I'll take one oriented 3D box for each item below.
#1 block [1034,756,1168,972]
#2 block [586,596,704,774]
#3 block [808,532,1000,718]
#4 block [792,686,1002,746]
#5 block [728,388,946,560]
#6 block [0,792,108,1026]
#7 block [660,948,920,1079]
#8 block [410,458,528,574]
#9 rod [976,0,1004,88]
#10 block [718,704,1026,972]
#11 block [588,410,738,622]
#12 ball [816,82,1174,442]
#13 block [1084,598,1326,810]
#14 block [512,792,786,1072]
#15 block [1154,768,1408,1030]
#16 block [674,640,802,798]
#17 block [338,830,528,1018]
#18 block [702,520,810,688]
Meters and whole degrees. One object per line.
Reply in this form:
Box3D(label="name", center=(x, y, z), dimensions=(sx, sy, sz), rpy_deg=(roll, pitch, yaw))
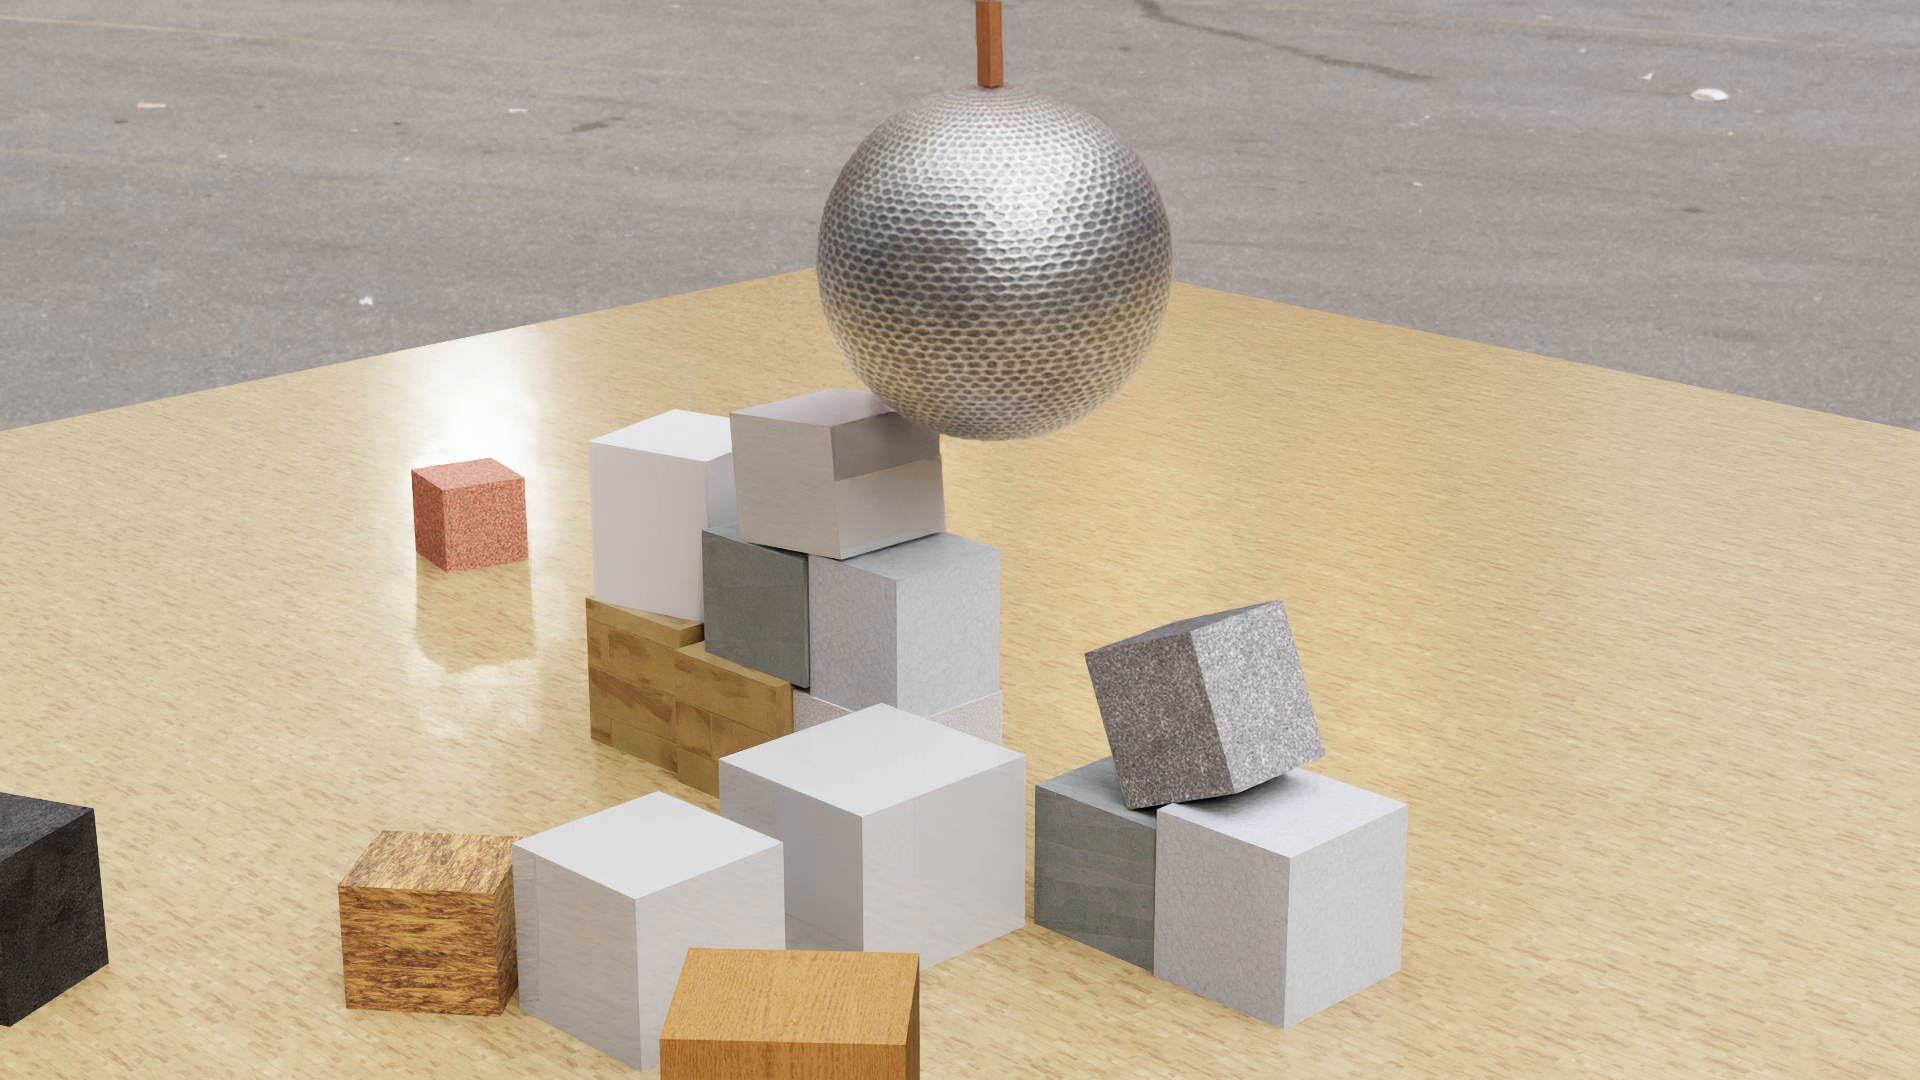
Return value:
Box3D(label="block", center=(0.859, 1.370, 12.885), dimensions=(0.796, 0.659, 0.710), rpy_deg=(-17, 24, -42))
Box3D(label="block", center=(-1.395, 0.659, 14.966), dimensions=(0.729, 0.768, 0.695), rpy_deg=(16, 24, 42))
Box3D(label="block", center=(-0.260, 0.386, 13.756), dimensions=(0.592, 0.711, 0.669), rpy_deg=(17, 24, 42))
Box3D(label="block", center=(-0.295, 1.026, 13.993), dimensions=(0.710, 0.652, 0.695), rpy_deg=(17, 24, 42))
Box3D(label="block", center=(-0.577, -0.325, 13.838), dimensions=(0.664, 0.622, 0.728), rpy_deg=(-16, 18, -41))
Box3D(label="block", center=(-4.143, 1.517, 12.322), dimensions=(0.806, 0.717, 0.644), rpy_deg=(7, 19, 21))
Box3D(label="block", center=(-0.591, 2.015, 10.529), dimensions=(0.848, 0.842, 0.725), rpy_deg=(1, 17, 3))
Box3D(label="block", center=(-3.005, -0.157, 17.969), dimensions=(0.528, 0.524, 0.529), rpy_deg=(-10, 20, -29))
Box3D(label="rod", center=(0.067, -4.454, 12.012), dimensions=(0.080, 5.200, 0.080), rpy_deg=(17, 26, 42))
Box3D(label="block", center=(-0.378, 1.323, 12.787), dimensions=(0.971, 0.808, 0.906), rpy_deg=(-17, 24, -42))
Box3D(label="block", center=(-1.352, -0.130, 14.806), dimensions=(0.721, 0.834, 0.722), rpy_deg=(10, 20, 30))
Box3D(label="ball", center=(0.154, -1.239, 13.114), dimensions=(1.600, 1.600, 1.600), rpy_deg=(0, 17, 0))
Box3D(label="block", center=(1.039, 0.699, 12.450), dimensions=(0.596, 0.691, 0.638), rpy_deg=(-17, 1, -42))
Box3D(label="block", center=(-1.272, 1.588, 12.047), dimensions=(0.786, 0.746, 0.778), rpy_deg=(16, 24, 42))
Box3D(label="block", center=(1.350, 1.479, 12.365), dimensions=(0.784, 0.763, 0.710), rpy_deg=(-17, 24, -42))
Box3D(label="block", center=(-0.837, 0.857, 14.464), dimensions=(0.746, 0.692, 0.842), rpy_deg=(17, 24, 42))
Box3D(label="block", center=(-2.188, 1.604, 12.313), dimensions=(0.652, 0.557, 0.579), rpy_deg=(2, 18, 6))
Box3D(label="block", center=(-0.737, 0.249, 14.204), dimensions=(0.726, 0.622, 0.707), rpy_deg=(17, 24, 42))
